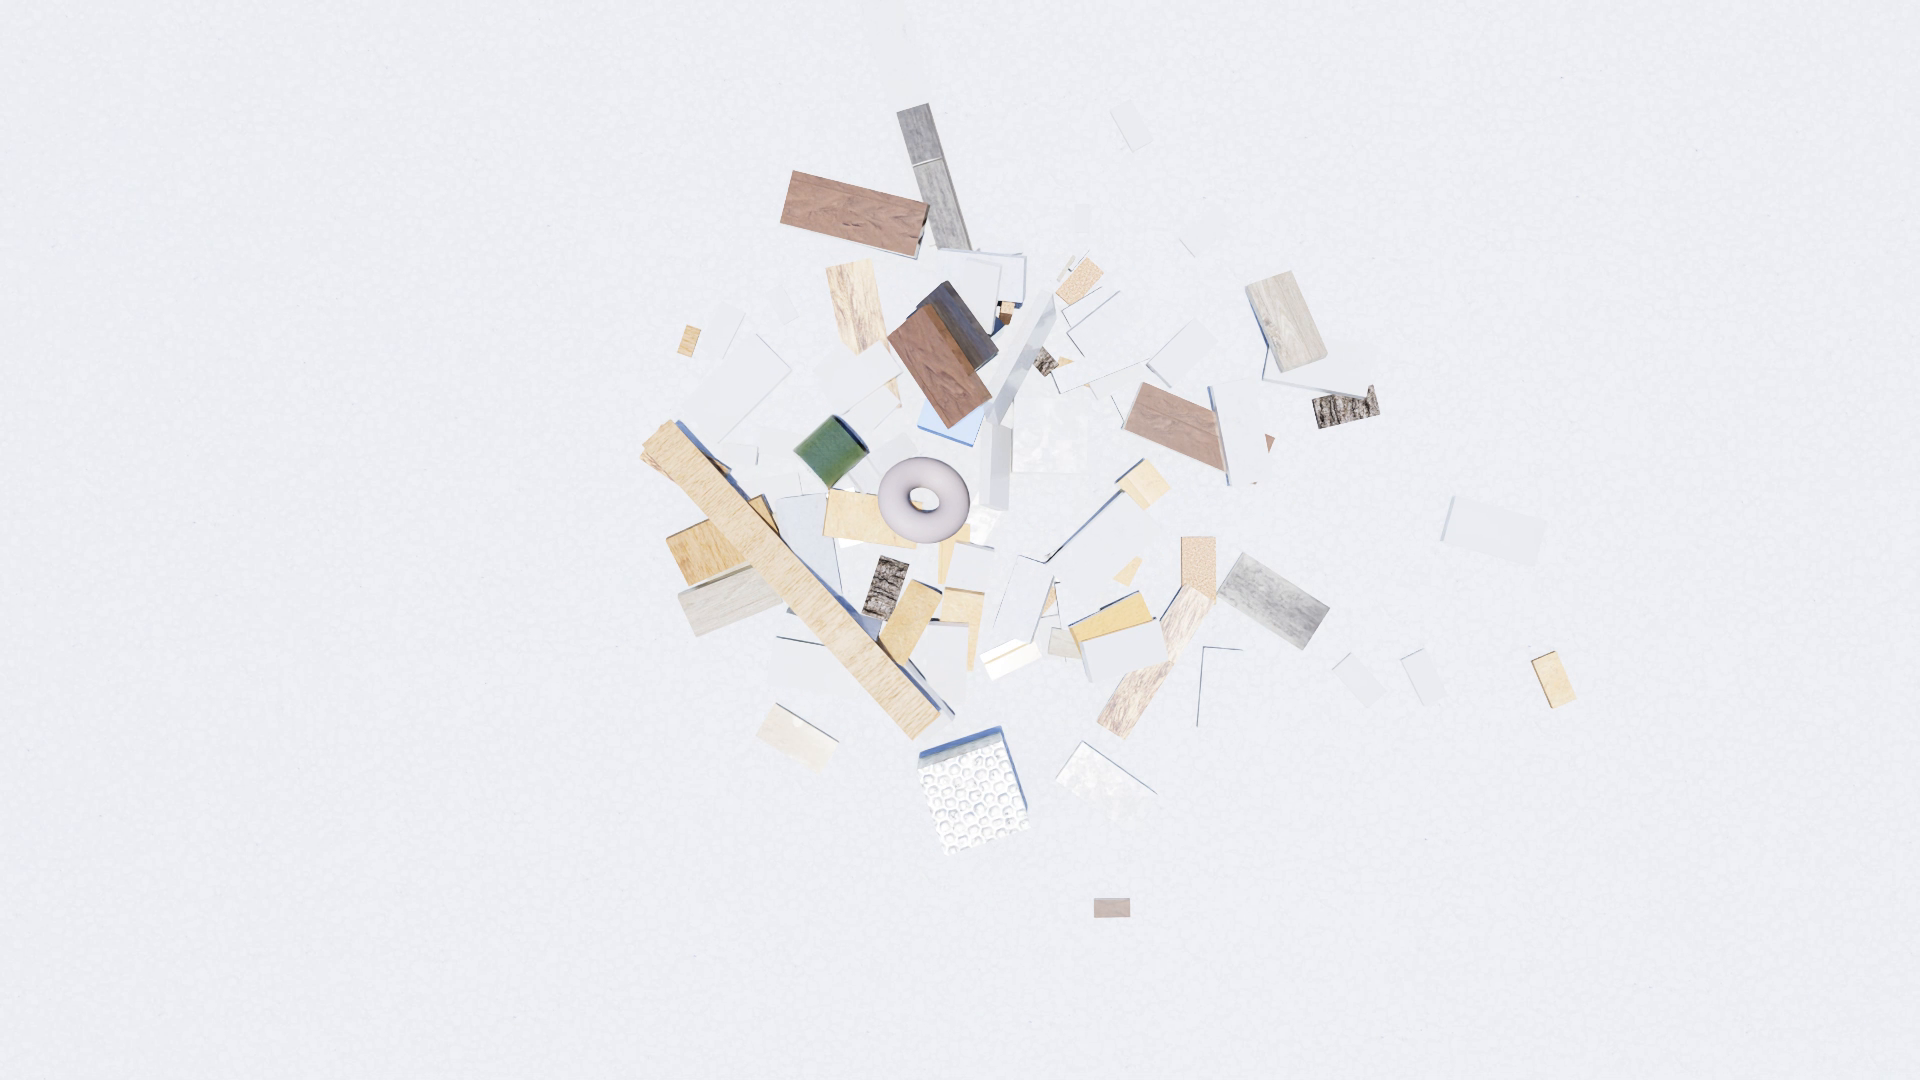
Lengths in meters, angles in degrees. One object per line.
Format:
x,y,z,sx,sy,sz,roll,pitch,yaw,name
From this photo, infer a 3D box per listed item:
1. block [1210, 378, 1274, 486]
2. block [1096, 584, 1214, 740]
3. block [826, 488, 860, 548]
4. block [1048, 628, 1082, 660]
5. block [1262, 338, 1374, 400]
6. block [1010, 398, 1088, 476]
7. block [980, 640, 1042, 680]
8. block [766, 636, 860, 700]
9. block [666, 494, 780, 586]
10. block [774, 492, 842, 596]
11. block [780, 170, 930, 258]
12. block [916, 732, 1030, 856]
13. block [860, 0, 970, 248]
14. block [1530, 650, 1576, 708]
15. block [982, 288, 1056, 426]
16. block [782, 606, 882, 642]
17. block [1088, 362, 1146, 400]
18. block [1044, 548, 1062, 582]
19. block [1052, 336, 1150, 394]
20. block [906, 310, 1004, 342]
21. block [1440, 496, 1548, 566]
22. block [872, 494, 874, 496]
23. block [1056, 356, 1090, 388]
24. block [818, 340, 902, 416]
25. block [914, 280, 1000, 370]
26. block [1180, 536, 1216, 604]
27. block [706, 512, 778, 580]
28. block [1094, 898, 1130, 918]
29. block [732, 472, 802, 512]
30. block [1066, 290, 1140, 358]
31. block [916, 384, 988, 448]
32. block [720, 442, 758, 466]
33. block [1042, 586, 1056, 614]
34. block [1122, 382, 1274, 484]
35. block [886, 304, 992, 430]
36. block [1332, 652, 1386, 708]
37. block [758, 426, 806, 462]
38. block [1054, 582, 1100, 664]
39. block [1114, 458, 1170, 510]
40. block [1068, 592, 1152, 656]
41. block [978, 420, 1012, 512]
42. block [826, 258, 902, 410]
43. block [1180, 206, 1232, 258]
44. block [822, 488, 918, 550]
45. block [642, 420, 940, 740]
0.926,-0.354,5.423,0.138,0.039,0.337,-12,93,-4,block
0.646,0.403,5.466,0.113,0.032,0.548,32,94,0,block
-0.373,-0.075,5.472,0.092,0.026,0.184,-15,93,-1,block
0.382,0.347,5.440,0.173,0.024,0.086,9,95,-4,block
1.187,-0.582,5.459,0.338,0.048,0.169,11,84,3,block
0.289,-0.335,5.381,0.237,0.237,0.237,1,90,0,block
0.170,0.385,5.487,0.184,0.026,0.092,-25,90,0,block
-0.476,0.424,5.478,0.306,0.043,0.153,10,90,0,block
-0.770,0.001,5.407,0.345,0.049,0.172,-24,103,3,block
-0.498,0.027,5.425,0.172,0.049,0.345,-9,90,-41,block
-0.347,-1.074,5.438,0.466,0.050,0.178,15,95,7,block
0.043,0.819,5.357,0.286,0.286,0.286,-19,90,0,block
-0.218,-1.637,5.480,0.138,0.039,1.338,-16,90,0,block
1.975,0.465,5.488,0.086,0.024,0.172,-23,90,0,block
0.194,-0.592,5.354,0.044,0.156,0.441,22,71,17,block
-0.417,0.272,5.421,0.306,0.153,0.043,17,111,0,block
0.521,-0.538,5.481,0.185,0.018,0.064,-30,90,-6,block
0.359,0.133,5.490,0.071,0.020,0.212,-28,90,0,block
0.464,-0.580,5.457,0.323,0.023,0.081,-22,89,-6,block
-0.015,-0.697,5.387,0.226,0.226,0.226,-41,90,0,block
1.771,-0.029,5.478,0.312,0.044,0.156,15,90,0,block
-0.301,-0.102,5.493,0.050,0.014,0.099,-16,90,0,block
0.382,-0.560,5.491,0.129,0.018,0.064,20,90,0,block
-0.327,-0.530,5.399,0.249,0.035,0.125,-35,89,1,block
-0.009,-0.668,5.214,0.138,0.039,0.276,-36,90,40,block
0.793,0.103,5.484,0.112,0.032,0.225,0,90,0,block
-0.719,0.022,5.459,0.300,0.039,0.137,-20,103,2,block
0.506,1.225,5.491,0.121,0.017,0.061,-1,90,0,block
-0.661,-0.133,5.481,0.274,0.039,0.137,-10,90,0,block
0.475,-0.713,5.469,0.225,0.032,0.112,-38,106,0,block
-0.017,-0.431,5.403,0.194,0.194,0.194,20,90,0,block
-0.731,-0.286,5.478,0.121,0.017,0.061,8,90,13,block
0.264,0.210,5.490,0.071,0.020,0.141,43,90,0,block
0.788,-0.352,5.456,0.478,0.048,0.169,22,90,-5,block
-0.066,-0.549,5.234,0.178,0.050,0.356,-35,88,36,block
1.328,0.467,5.488,0.086,0.024,0.172,-42,90,0,block
-0.585,-0.317,5.488,0.173,0.024,0.086,12,90,0,block
0.398,0.265,5.464,0.133,0.038,0.269,-9,96,-2,block
0.602,-0.178,5.437,0.125,0.125,0.125,-40,90,0,block
0.502,0.289,5.419,0.266,0.038,0.133,-26,96,-16,block
0.116,-0.242,5.410,0.039,0.138,0.276,-2,80,29,block
-0.319,-0.670,5.478,0.155,0.044,0.504,-12,90,1,block
0.818,-1.024,5.488,0.163,0.023,0.081,-40,90,0,block
-0.289,-0.068,5.445,0.311,0.044,0.155,8,88,-11,block
-0.545,0.127,5.329,0.125,0.035,1.294,-43,88,-1,block
